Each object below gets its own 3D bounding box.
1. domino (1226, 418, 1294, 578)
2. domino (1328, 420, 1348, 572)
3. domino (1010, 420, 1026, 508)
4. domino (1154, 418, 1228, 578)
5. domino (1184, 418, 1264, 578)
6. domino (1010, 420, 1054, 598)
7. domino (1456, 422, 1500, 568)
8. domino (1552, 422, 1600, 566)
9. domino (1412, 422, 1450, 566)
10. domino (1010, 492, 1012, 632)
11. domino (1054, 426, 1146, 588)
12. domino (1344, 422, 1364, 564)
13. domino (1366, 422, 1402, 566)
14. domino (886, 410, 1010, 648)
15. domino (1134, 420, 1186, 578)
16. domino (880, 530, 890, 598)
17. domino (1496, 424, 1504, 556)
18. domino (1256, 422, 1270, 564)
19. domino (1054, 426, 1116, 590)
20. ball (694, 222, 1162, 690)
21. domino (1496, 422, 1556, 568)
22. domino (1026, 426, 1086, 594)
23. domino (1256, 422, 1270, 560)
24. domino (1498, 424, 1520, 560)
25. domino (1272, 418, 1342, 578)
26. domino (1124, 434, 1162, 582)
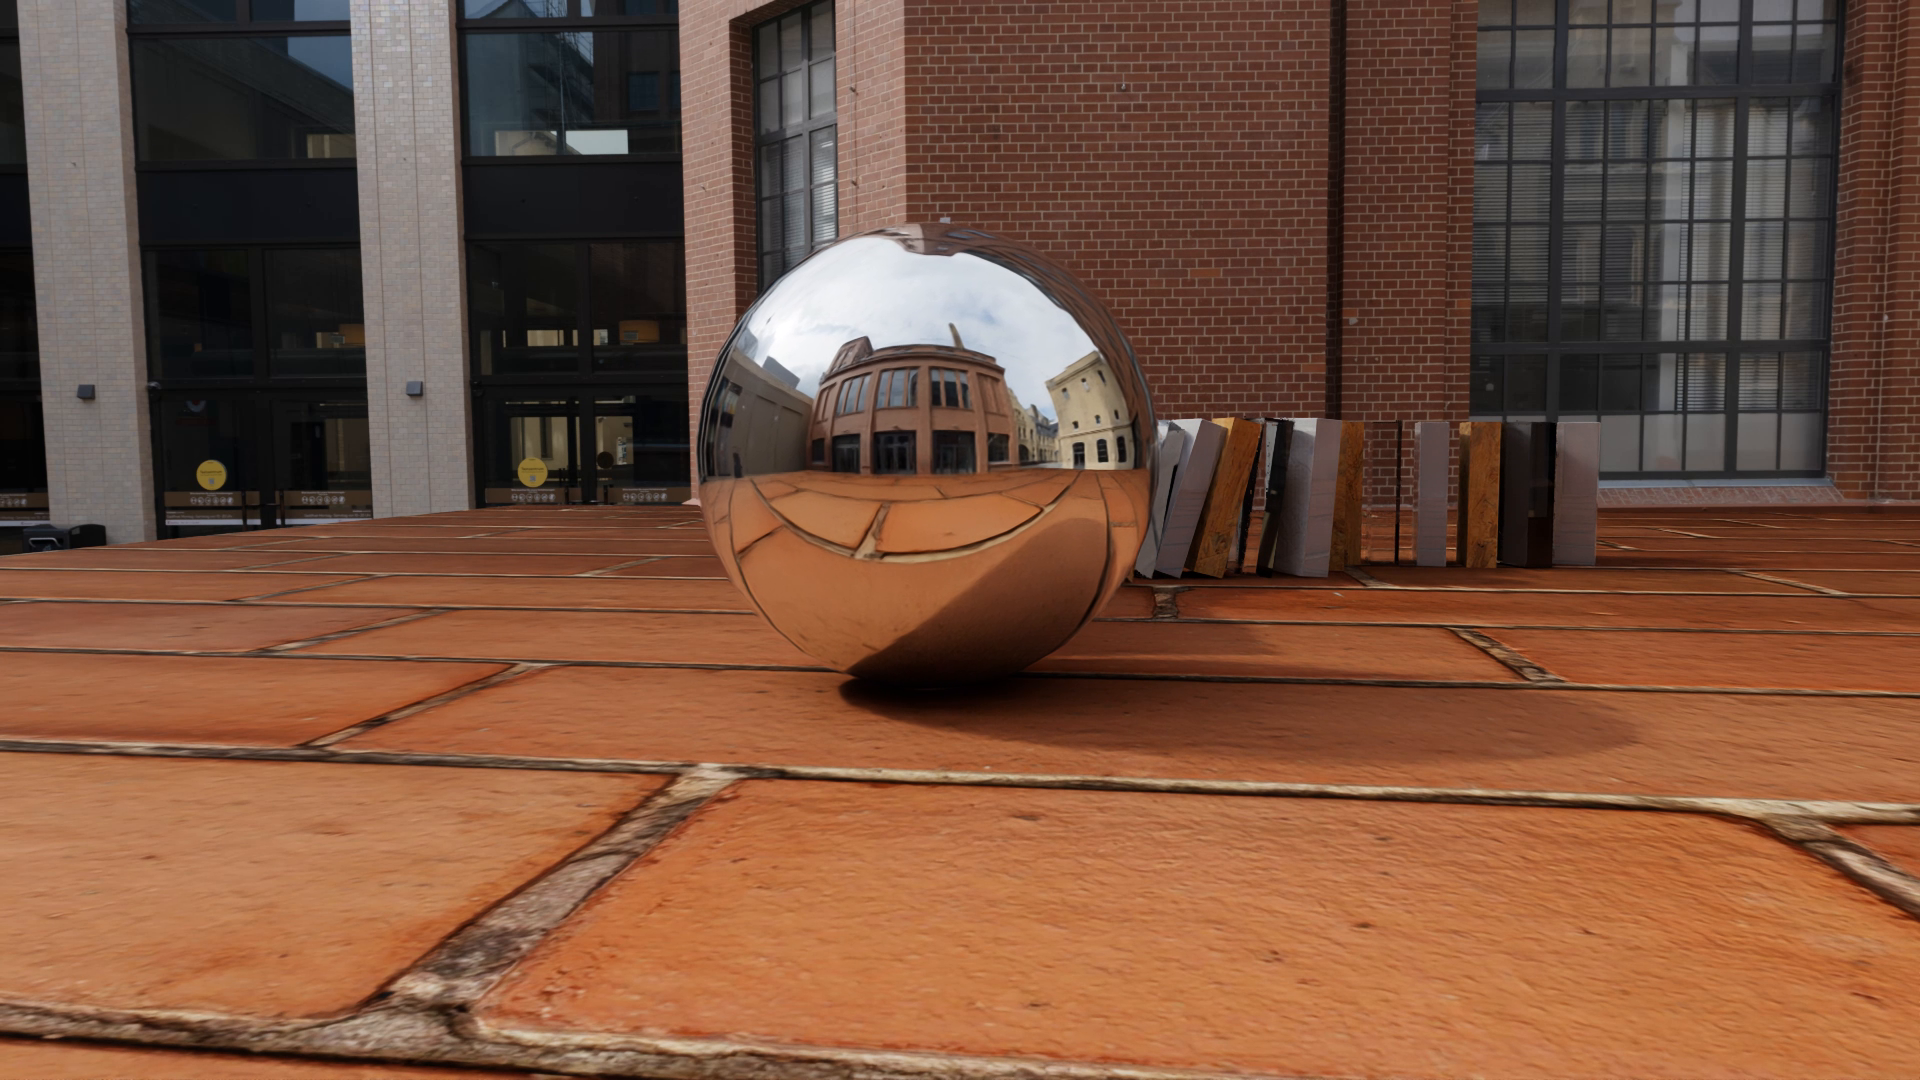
[{"bbox_3d":[0.096,-0.014,0.417,0.009,0.050,0.025,7,4,-5],"label":"domino"},{"bbox_3d":[0.117,-0.015,0.434,0.025,0.050,0.010,1,3,17],"label":"domino"},{"bbox_3d":[0.001,-0.009,0.358,0.025,0.050,0.010,2,-20,25],"label":"domino"},{"bbox_3d":[0.070,-0.014,0.417,0.010,0.050,0.025,18,0,-15],"label":"domino"},{"bbox_3d":[0.084,-0.014,0.417,0.009,0.050,0.025,14,3,-5],"label":"domino"},{"bbox_3d":[0.010,-0.009,0.366,0.025,0.050,0.010,2,-21,26],"label":"domino"},{"bbox_3d":[0.182,-0.016,0.452,0.009,0.050,0.025,1,4,13],"label":"domino"},{"bbox_3d":[0.213,-0.017,0.456,0.025,0.050,0.010,2,5,29],"label":"domino"},{"bbox_3d":[0.167,-0.017,0.456,0.010,0.050,0.025,1,4,15],"label":"domino"},{"bbox_3d":[-0.001,-0.003,0.282,0.025,0.050,0.010,0,-20,2],"label":"domino"},{"bbox_3d":[0.038,-0.011,0.392,0.025,0.050,0.010,3,-25,32],"label":"domino"},{"bbox_3d":[0.137,-0.017,0.463,0.010,0.050,0.025,0,4,3],"label":"domino"},{"bbox_3d":[0.152,-0.017,0.460,0.009,0.050,0.025,1,4,14],"label":"domino"},{"bbox_3d":[-0.002,-0.003,0.272,0.025,0.050,0.009,0,-20,2],"label":"domino"},{"bbox_3d":[0.054,-0.014,0.414,0.025,0.050,0.009,3,-16,44],"label":"domino"},{"bbox_3d":[-0.005,-0.008,0.347,0.025,0.050,0.010,1,-21,15],"label":"domino"},{"bbox_3d":[0.212,-0.019,0.487,0.025,0.050,0.010,0,4,-7],"label":"domino"},{"bbox_3d":[0.117,-0.016,0.446,0.025,0.050,0.009,1,4,8],"label":"domino"},{"bbox_3d":[0.029,-0.010,0.383,0.025,0.050,0.009,2,-26,28],"label":"domino"},{"bbox_3d":[-0.005,-0.014,0.224,0.080,0.080,0.080,0,4,0],"label":"ball"},{"bbox_3d":[0.196,-0.016,0.449,0.009,0.050,0.025,-1,4,-10],"label":"domino"},{"bbox_3d":[0.019,-0.010,0.376,0.025,0.050,0.009,2,-26,27],"label":"domino"},{"bbox_3d":[0.120,-0.017,0.462,0.009,0.050,0.025,-3,5,-39],"label":"domino"},{"bbox_3d":[0.213,-0.018,0.471,0.025,0.050,0.009,0,4,-1],"label":"domino"},{"bbox_3d":[0.110,-0.014,0.417,0.009,0.050,0.025,3,4,-20],"label":"domino"},{"bbox_3d":[0.045,-0.012,0.403,0.025,0.050,0.010,3,-20,32],"label":"domino"}]
